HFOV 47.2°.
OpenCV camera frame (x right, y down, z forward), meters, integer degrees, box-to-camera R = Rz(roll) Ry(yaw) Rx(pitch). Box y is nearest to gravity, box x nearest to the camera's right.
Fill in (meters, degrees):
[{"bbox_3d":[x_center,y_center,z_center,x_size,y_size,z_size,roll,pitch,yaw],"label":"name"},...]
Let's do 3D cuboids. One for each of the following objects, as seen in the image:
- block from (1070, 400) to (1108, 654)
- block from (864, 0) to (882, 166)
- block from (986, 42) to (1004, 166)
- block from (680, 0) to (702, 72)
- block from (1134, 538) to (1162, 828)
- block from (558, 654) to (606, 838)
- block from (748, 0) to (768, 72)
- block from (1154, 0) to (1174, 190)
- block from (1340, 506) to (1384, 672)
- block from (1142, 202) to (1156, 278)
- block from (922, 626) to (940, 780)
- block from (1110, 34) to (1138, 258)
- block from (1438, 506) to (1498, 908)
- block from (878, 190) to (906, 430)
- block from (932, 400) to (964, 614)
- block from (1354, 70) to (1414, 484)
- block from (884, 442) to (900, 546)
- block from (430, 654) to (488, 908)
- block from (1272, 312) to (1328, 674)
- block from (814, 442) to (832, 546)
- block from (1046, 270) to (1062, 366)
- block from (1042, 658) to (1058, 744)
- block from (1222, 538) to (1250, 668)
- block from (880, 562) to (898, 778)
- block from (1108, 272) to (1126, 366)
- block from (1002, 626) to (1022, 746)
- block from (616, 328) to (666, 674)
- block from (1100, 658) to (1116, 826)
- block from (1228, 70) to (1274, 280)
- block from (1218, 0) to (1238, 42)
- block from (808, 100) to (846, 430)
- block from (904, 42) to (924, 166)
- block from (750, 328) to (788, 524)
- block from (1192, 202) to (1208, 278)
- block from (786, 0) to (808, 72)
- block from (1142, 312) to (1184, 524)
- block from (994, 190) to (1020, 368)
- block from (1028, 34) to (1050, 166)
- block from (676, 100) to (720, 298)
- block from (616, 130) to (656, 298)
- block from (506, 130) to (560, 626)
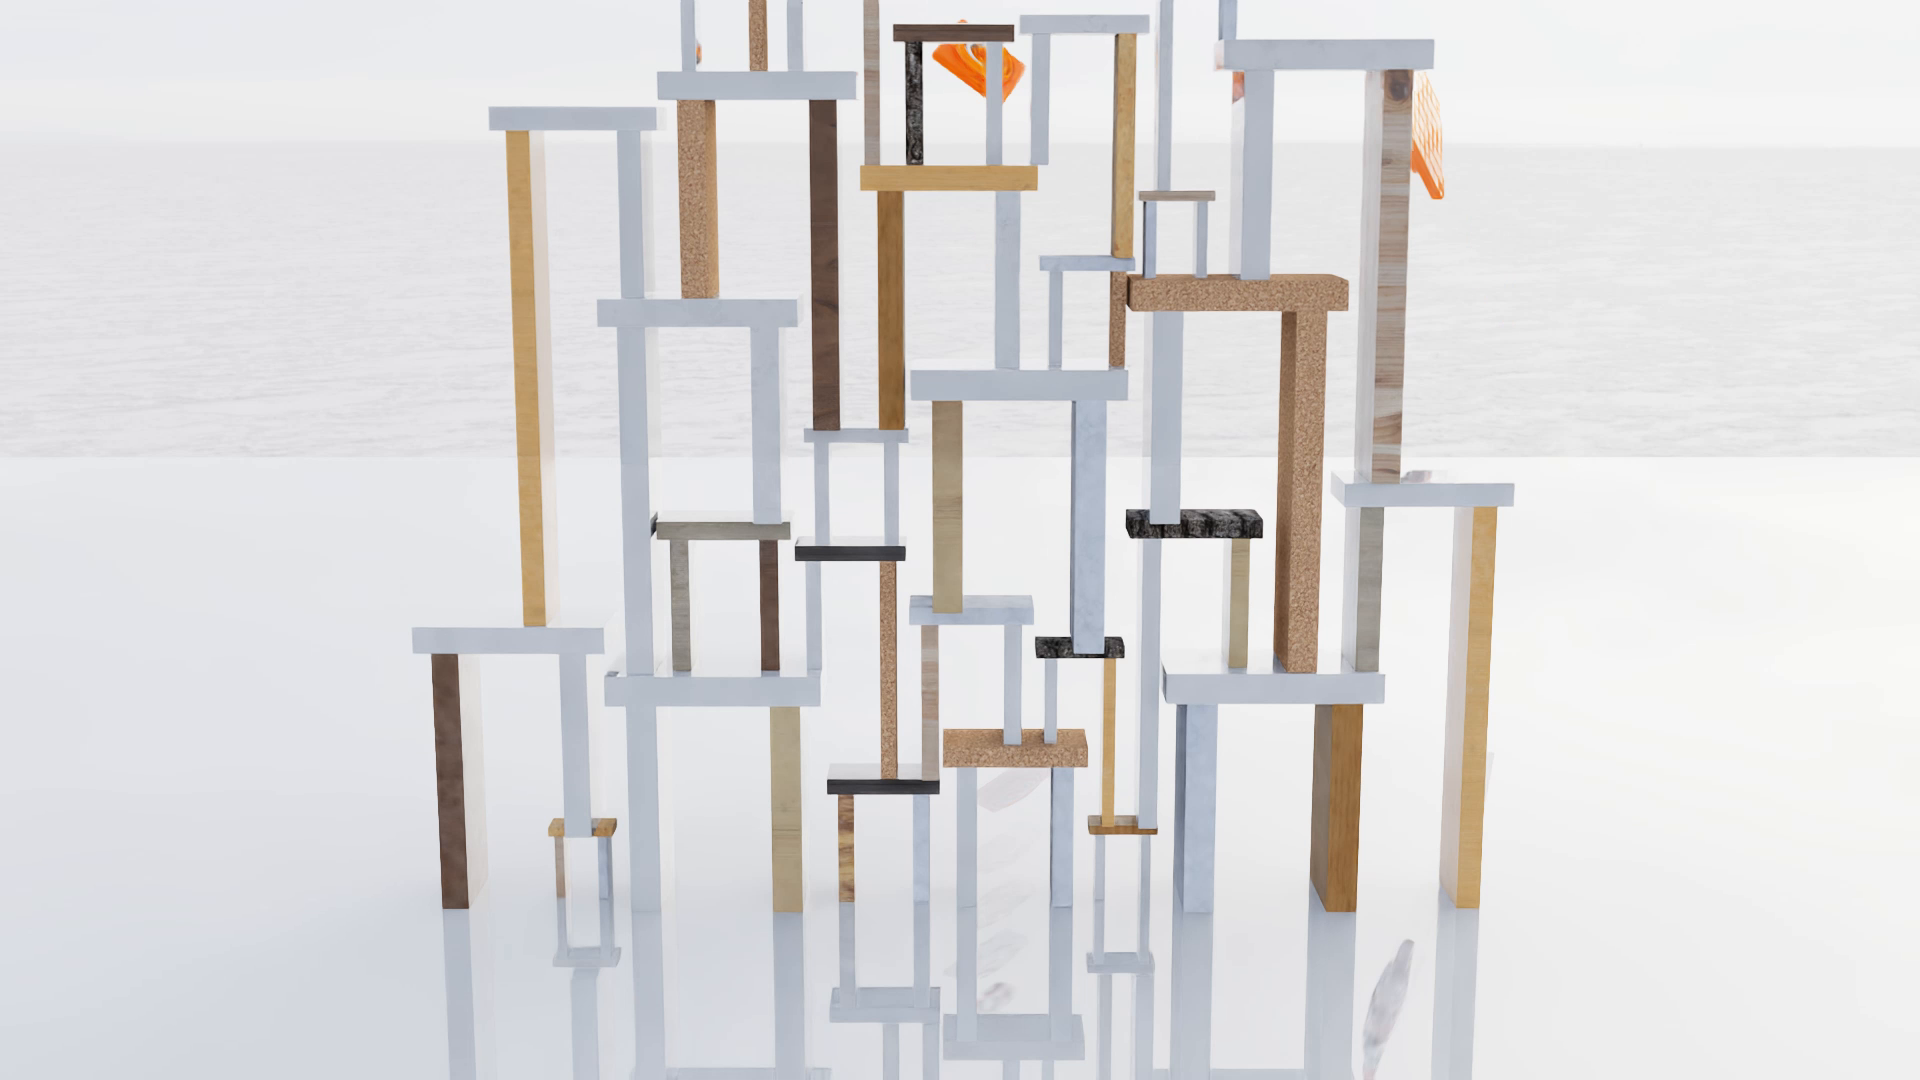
[{"bbox_3d":[0.206,-0.034,3.549,0.048,0.405,0.170,0,11,0],"label":"block"},{"bbox_3d":[-0.136,-0.745,3.422,0.025,0.317,0.088,0,11,0],"label":"block"},{"bbox_3d":[0.053,-0.679,3.428,0.026,0.186,0.093,0,11,0],"label":"block"},{"bbox_3d":[-0.418,-0.806,3.412,0.022,0.157,0.078,0,11,0],"label":"block"},{"bbox_3d":[0.307,0.226,3.607,0.030,0.483,0.106,0,10,0],"label":"block"},{"bbox_3d":[-0.621,0.319,3.622,0.043,0.307,0.153,0,10,0],"label":"block"},{"bbox_3d":[-0.313,-0.806,3.412,0.022,0.157,0.078,0,11,0],"label":"block"},{"bbox_3d":[0.317,-0.737,3.426,0.021,0.378,0.075,0,11,0],"label":"block"},{"bbox_3d":[0.653,0.067,3.568,0.038,0.268,0.134,0,10,0],"label":"block"},{"bbox_3d":[0.299,-0.475,3.473,0.017,0.120,0.060,0,11,0],"label":"block"},{"bbox_3d":[-0.048,0.255,3.608,0.028,0.259,0.100,0,11,0],"label":"block"},{"bbox_3d":[0.256,-0.617,3.447,0.028,0.342,0.099,0,11,0],"label":"block"},{"bbox_3d":[0.831,0.263,3.605,0.038,0.667,0.134,0,11,0],"label":"block"},{"bbox_3d":[-0.108,-0.369,3.495,0.039,0.372,0.137,0,11,0],"label":"block"},{"bbox_3d":[-0.020,-0.066,3.543,0.048,0.339,0.170,0,11,0],"label":"block"},{"bbox_3d":[0.669,-0.417,3.483,0.045,0.638,0.160,0,11,0],"label":"block"},{"bbox_3d":[-0.109,-0.080,3.546,0.024,0.167,0.083,0,11,0],"label":"block"},{"bbox_3d":[-0.825,0.379,3.633,0.043,0.428,0.153,0,11,0],"label":"block"},{"bbox_3d":[0.547,-0.086,3.544,0.047,0.577,0.167,0,11,0],"label":"block"},{"bbox_3d":[-0.220,-0.080,3.546,0.024,0.167,0.083,0,11,0],"label":"block"},{"bbox_3d":[0.151,-0.354,3.494,0.021,0.149,0.075,0,11,0],"label":"block"},{"bbox_3d":[0.148,0.255,3.605,0.020,0.143,0.072,0,11,0],"label":"block"},{"bbox_3d":[0.449,0.093,3.582,0.030,0.212,0.106,0,10,0],"label":"block"},{"bbox_3d":[-0.117,0.204,3.602,0.025,0.362,0.089,0,11,0],"label":"block"},{"bbox_3d":[0.250,-0.354,3.493,0.021,0.149,0.075,0,11,0],"label":"block"},{"bbox_3d":[0.085,0.226,3.603,0.028,0.201,0.100,0,11,0],"label":"block"},{"bbox_3d":[-0.512,-0.072,3.549,0.044,0.556,0.156,0,11,0],"label":"block"},{"bbox_3d":[0.243,0.325,3.617,0.020,0.284,0.072,0,11,0],"label":"block"},{"bbox_3d":[0.457,-0.574,3.456,0.045,0.320,0.160,0,11,0],"label":"block"},{"bbox_3d":[0.416,-0.849,3.405,0.021,0.149,0.075,0,11,1],"label":"block"},{"bbox_3d":[-0.210,-0.436,3.482,0.043,0.510,0.152,0,11,0],"label":"block"},{"bbox_3d":[-0.071,-0.680,3.428,0.026,0.186,0.093,0,11,0],"label":"block"},{"bbox_3d":[-0.305,-0.192,3.527,0.044,0.311,0.156,0,10,0],"label":"block"},{"bbox_3d":[0.379,-0.475,3.472,0.017,0.120,0.060,0,11,0],"label":"block"},{"bbox_3d":[-0.253,-0.815,3.410,0.025,0.175,0.088,0,11,0],"label":"block"},{"bbox_3d":[0.323,-0.205,3.522,0.047,0.335,0.167,0,10,0],"label":"block"},{"bbox_3d":[0.074,-0.416,3.486,0.039,0.274,0.137,0,11,0],"label":"block"},{"bbox_3d":[0.124,-0.687,3.433,0.028,0.199,0.099,1,11,0],"label":"block"},{"bbox_3d":[-0.412,-0.538,3.464,0.043,0.303,0.152,0,11,0],"label":"block"},{"bbox_3d":[-0.510,-0.515,3.466,0.036,0.257,0.129,0,11,0],"label":"block"},{"bbox_3d":[-0.681,-0.258,3.513,0.036,0.780,0.129,0,11,0],"label":"block"}]
